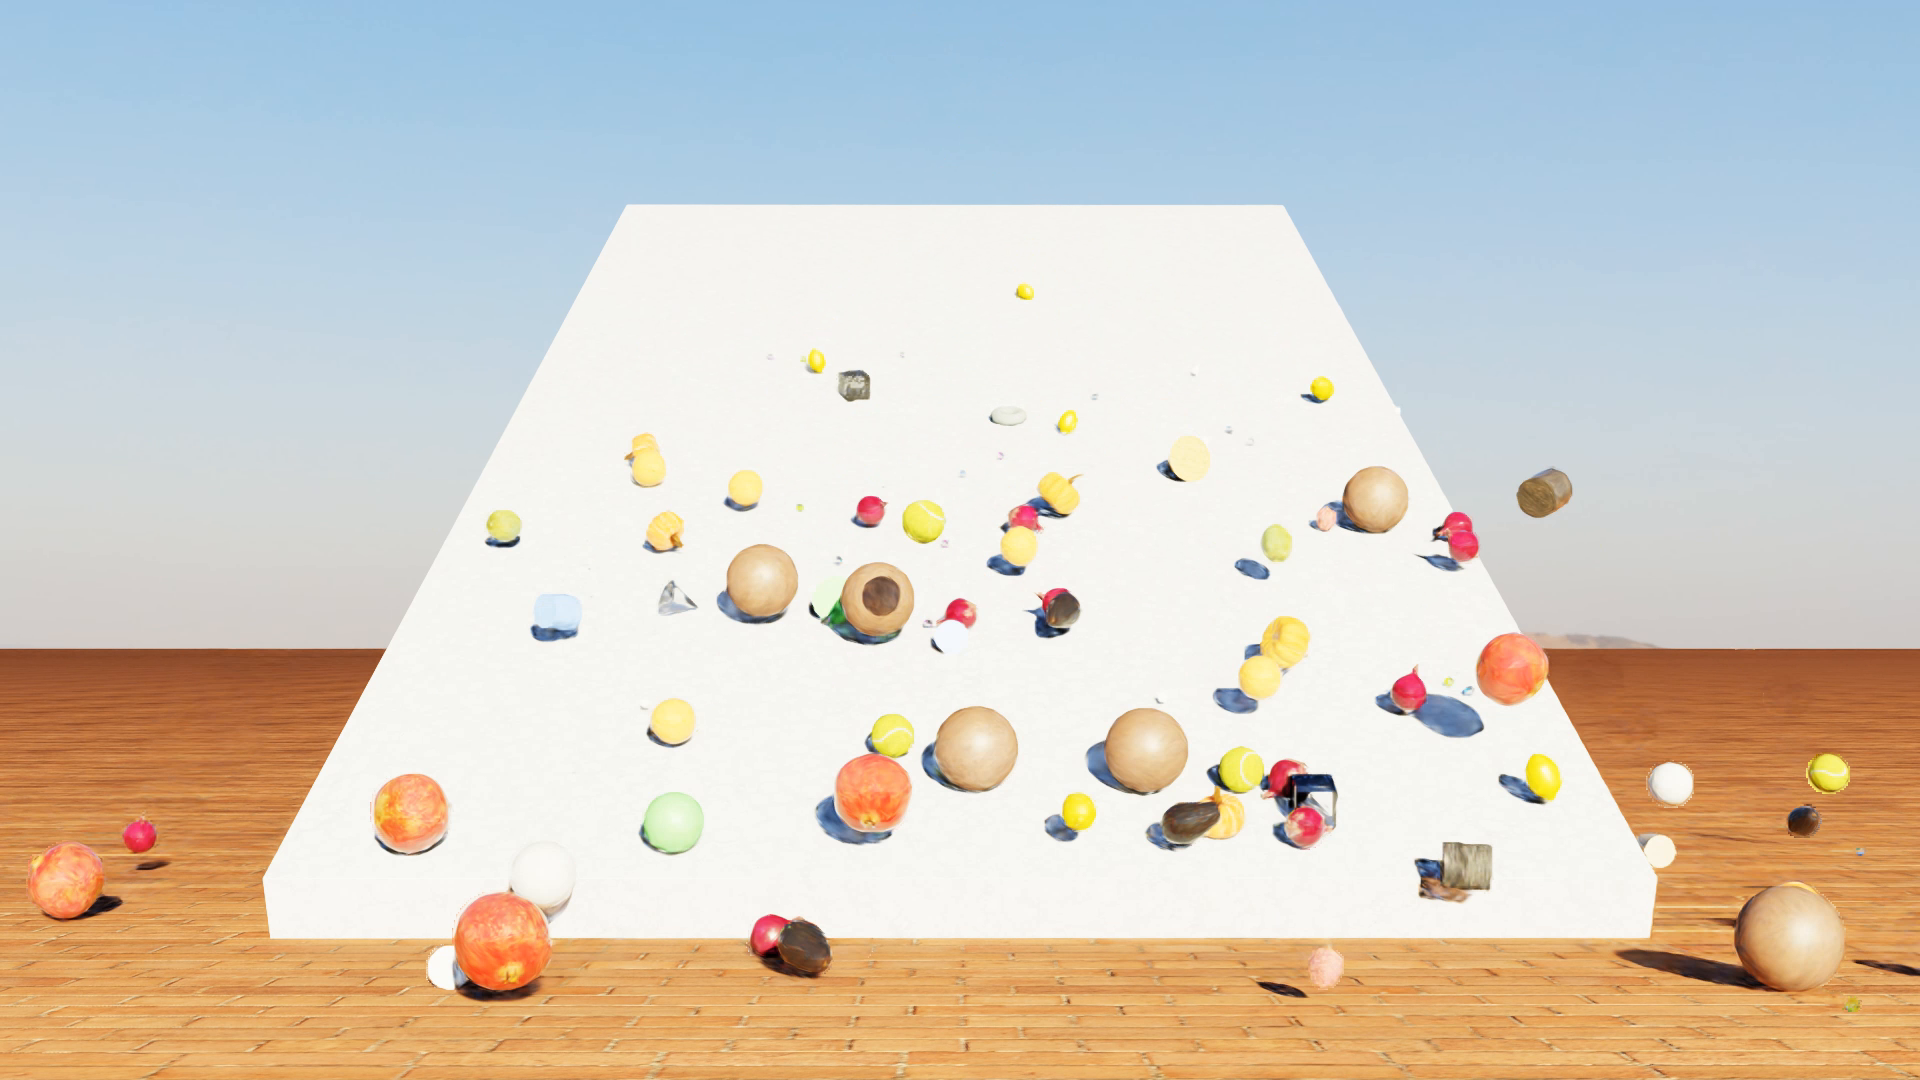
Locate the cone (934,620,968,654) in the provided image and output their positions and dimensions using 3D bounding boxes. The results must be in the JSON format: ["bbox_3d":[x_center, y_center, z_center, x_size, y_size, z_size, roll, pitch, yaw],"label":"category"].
[{"bbox_3d":[-0.018,0.172,4.031,0.060,0.060,0.060,0,-5,-7],"label":"cone"}]

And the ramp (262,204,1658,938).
[{"bbox_3d":[-0.007,-0.221,5.167,2.000,0.100,4.000,0,22,0],"label":"ramp"}]

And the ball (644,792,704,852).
[{"bbox_3d":[-0.418,0.412,3.355,0.089,0.089,0.089,0,-3,0],"label":"ball"}]

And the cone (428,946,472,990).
[{"bbox_3d":[-0.637,0.537,2.872,0.054,0.054,0.054,0,-17,-11],"label":"cone"}]

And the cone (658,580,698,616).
[{"bbox_3d":[-0.501,0.114,4.165,0.067,0.067,0.067,20,-12,-27],"label":"cone"}]

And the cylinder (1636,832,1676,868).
[{"bbox_3d":[1.331,0.595,4.408,0.060,0.060,0.060,0,6,-9],"label":"cylinder"}]

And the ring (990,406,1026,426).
[{"bbox_3d":[0.108,-0.278,5.139,0.079,0.026,0.079,1,23,0],"label":"ring"}]

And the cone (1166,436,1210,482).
[{"bbox_3d":[0.459,-0.164,4.836,0.099,0.099,0.099,1,-7,-25],"label":"cone"}]

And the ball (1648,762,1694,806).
[{"bbox_3d":[1.141,0.392,3.690,0.068,0.068,0.068,0,-3,0],"label":"ball"}]

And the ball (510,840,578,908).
[{"bbox_3d":[-0.582,0.467,3.214,0.093,0.093,0.093,0,-3,0],"label":"ball"}]

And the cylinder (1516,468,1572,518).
[{"bbox_3d":[1.415,-0.113,5.561,0.099,0.099,0.099,-2,14,39],"label":"cylinder"}]

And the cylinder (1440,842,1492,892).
[{"bbox_3d":[0.716,0.461,3.249,0.065,0.065,0.065,3,-2,8],"label":"cylinder"}]

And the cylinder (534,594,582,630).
[{"bbox_3d":[-0.699,0.125,3.999,0.060,0.060,0.060,-2,-5,38],"label":"cylinder"}]

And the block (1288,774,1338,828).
[{"bbox_3d":[0.530,0.391,3.448,0.061,0.061,0.061,0,22,-1],"label":"block"}]

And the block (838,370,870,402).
[{"bbox_3d":[-0.243,-0.356,5.291,0.055,0.055,0.055,-9,24,-20],"label":"block"}]
